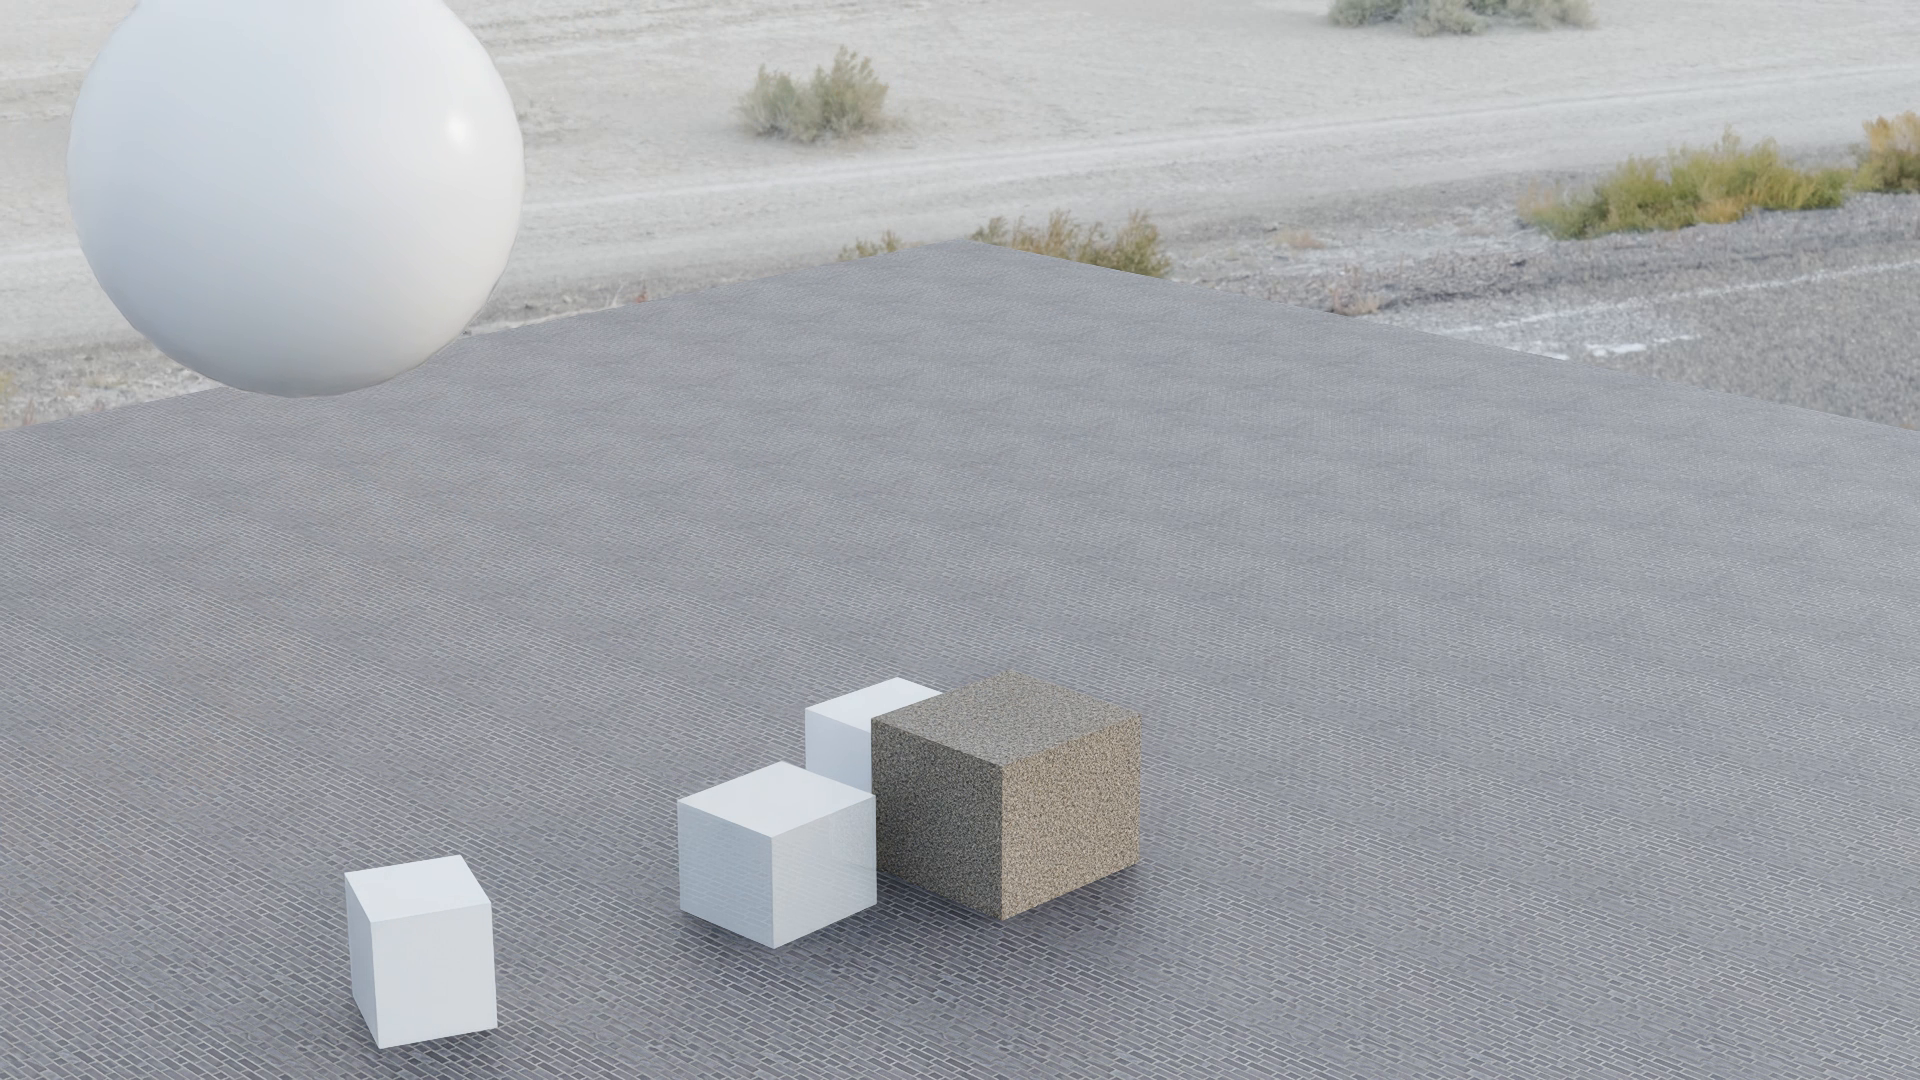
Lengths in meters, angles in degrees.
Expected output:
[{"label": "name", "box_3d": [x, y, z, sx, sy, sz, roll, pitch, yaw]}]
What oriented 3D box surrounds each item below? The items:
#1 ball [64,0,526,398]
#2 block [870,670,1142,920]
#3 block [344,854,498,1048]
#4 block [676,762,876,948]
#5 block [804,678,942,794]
[{"label": "ball", "box_3d": [-2.357, -1.309, 10.460, 1.600, 1.600, 1.600, 0, 17, 0]}, {"label": "block", "box_3d": [0.212, 1.152, 13.457, 0.911, 0.734, 0.834, -17, 24, -42]}, {"label": "block", "box_3d": [-2.218, 1.685, 12.053, 0.487, 0.557, 0.522, -7, 19, -22]}, {"label": "block", "box_3d": [-0.811, 1.391, 13.046, 0.602, 0.524, 0.638, 16, 23, 40]}, {"label": "block", "box_3d": [-0.301, 1.071, 13.989, 0.609, 0.568, 0.622, -17, 24, -42]}]
